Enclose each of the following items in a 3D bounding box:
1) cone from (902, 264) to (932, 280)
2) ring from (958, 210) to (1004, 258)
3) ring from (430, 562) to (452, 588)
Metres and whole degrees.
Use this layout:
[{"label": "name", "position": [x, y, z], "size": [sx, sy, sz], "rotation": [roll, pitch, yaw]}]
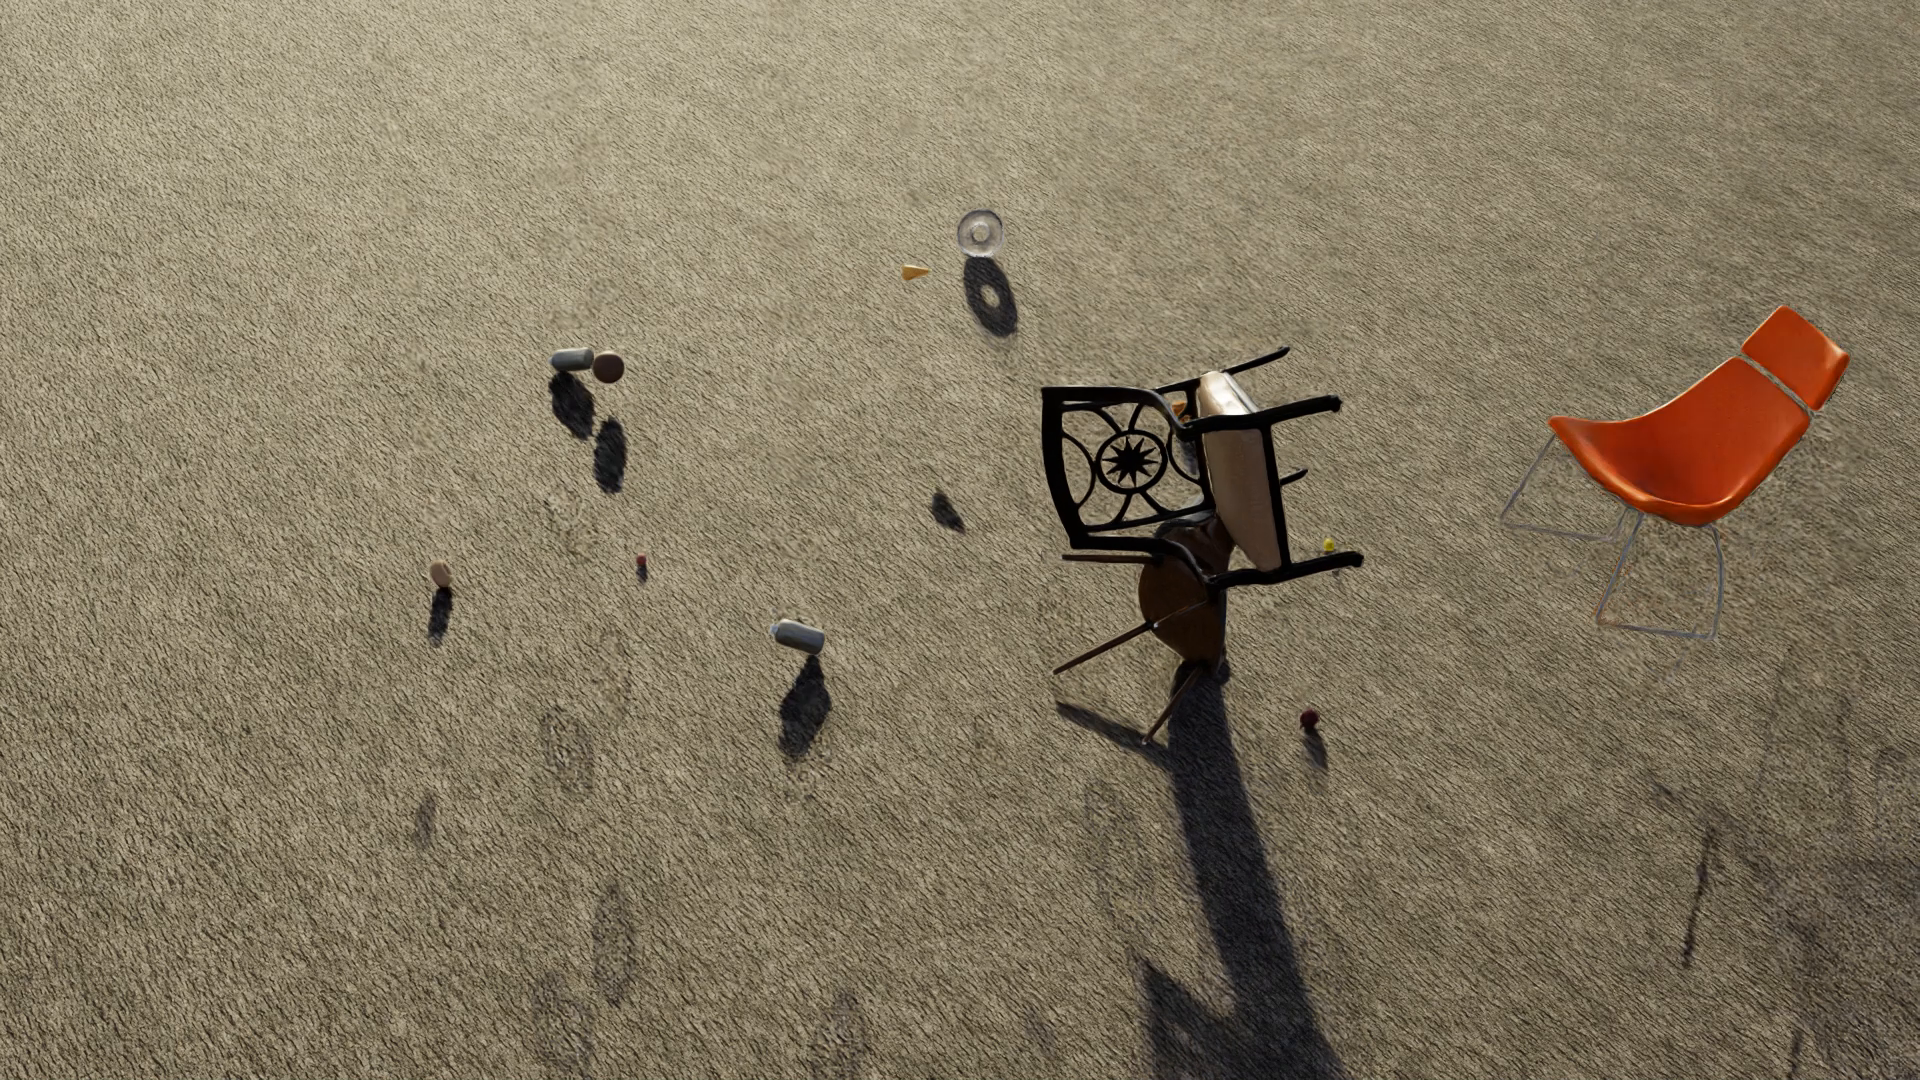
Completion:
[{"label": "cone", "position": [-0.165, -1.103, 12.040], "size": [0.134, 0.067, 0.065], "rotation": [-1, 1, 34]}, {"label": "ring", "position": [0.090, -1.339, 12.810], "size": [0.207, 0.213, 0.049], "rotation": [25, 7, 3]}, {"label": "ring", "position": [-1.888, 0.125, 10.673], "size": [0.056, 0.097, 0.101], "rotation": [-31, 5, 7]}]
